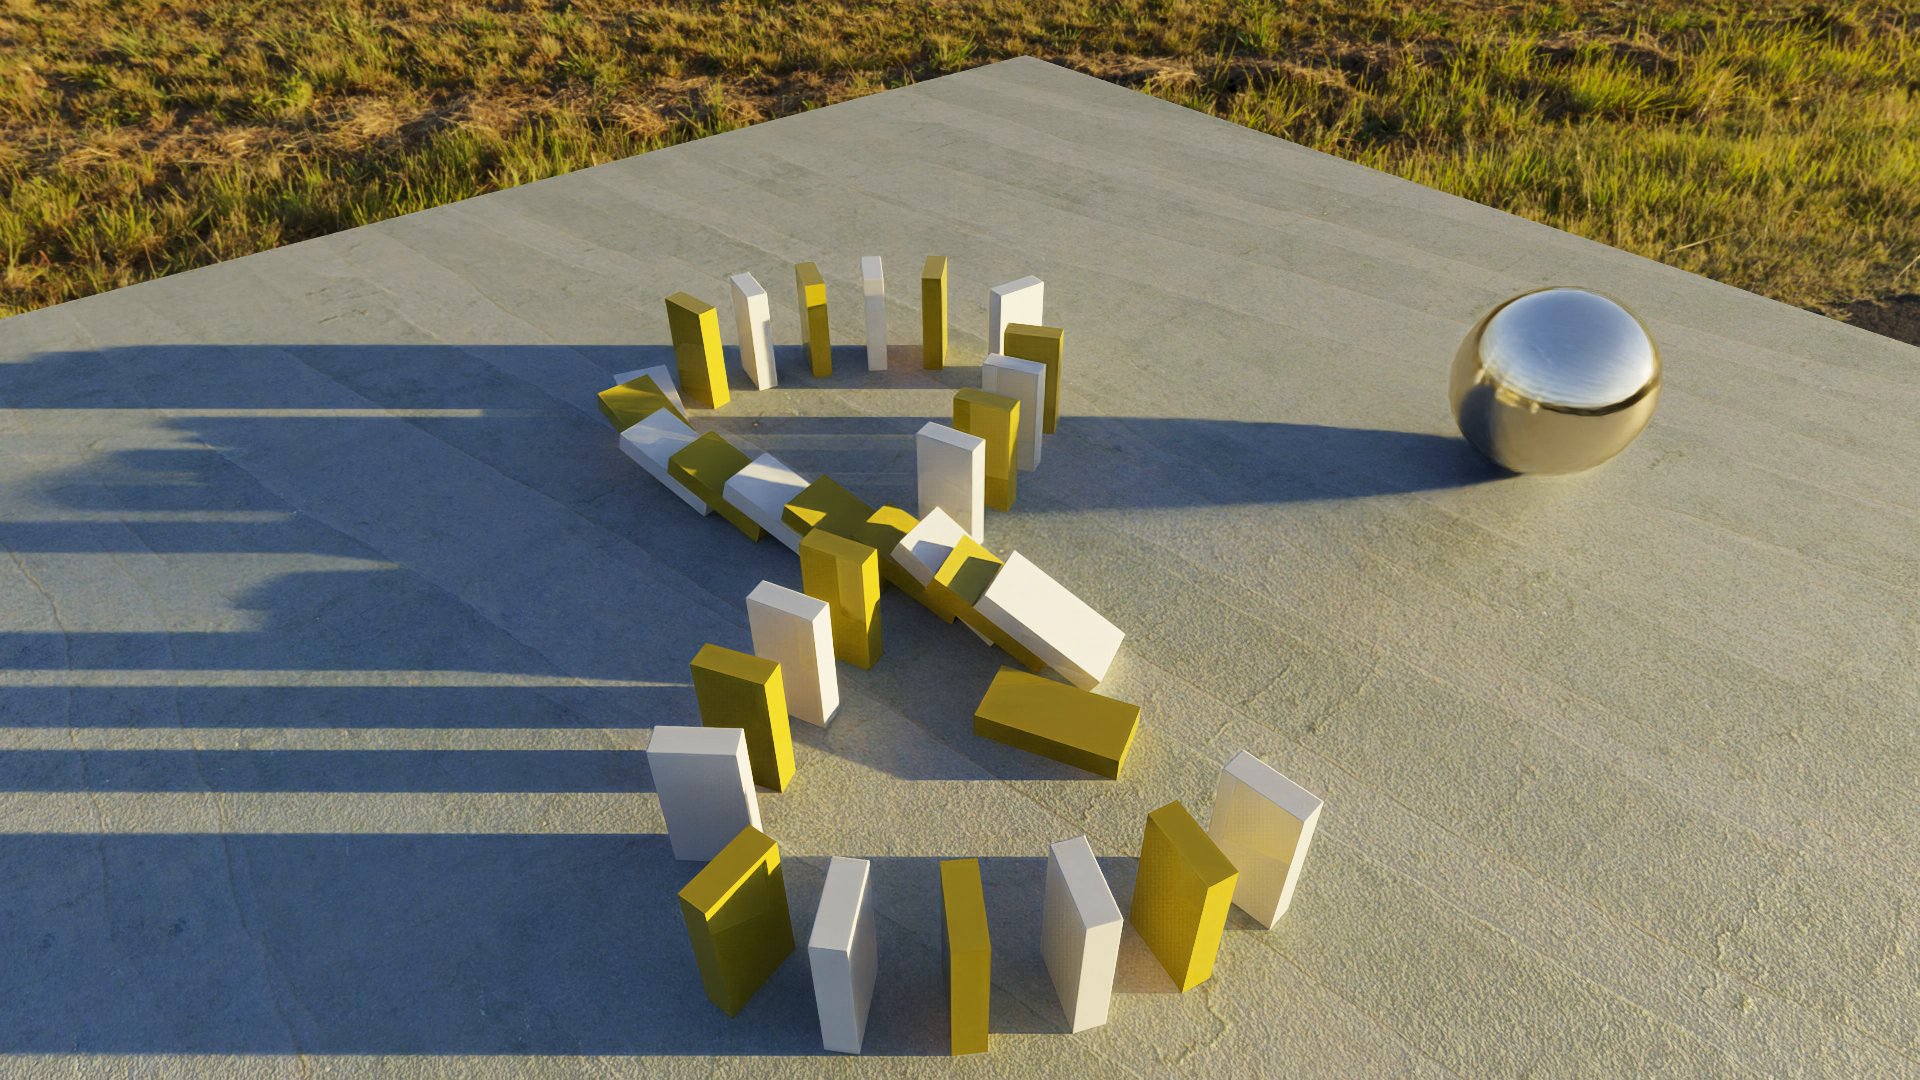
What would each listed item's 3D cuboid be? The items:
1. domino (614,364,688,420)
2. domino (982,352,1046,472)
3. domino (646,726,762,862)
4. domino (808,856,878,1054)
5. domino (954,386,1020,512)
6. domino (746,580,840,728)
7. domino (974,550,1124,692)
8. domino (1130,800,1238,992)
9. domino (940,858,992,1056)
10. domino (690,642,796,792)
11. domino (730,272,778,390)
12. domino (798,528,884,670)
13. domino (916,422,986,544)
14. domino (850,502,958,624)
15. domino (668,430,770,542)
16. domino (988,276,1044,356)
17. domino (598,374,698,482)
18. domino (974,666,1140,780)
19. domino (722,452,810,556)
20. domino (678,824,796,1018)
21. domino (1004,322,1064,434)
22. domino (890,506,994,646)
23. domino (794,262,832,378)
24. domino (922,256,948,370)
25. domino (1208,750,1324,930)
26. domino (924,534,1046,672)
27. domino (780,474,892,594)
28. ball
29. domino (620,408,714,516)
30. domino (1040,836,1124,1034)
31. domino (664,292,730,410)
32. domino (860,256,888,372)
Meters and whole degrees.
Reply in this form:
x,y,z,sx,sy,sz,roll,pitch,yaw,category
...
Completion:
x,y,z,sx,sy,sz,roll,pitch,yaw,category
-0.147,-0.065,0.523,0.025,0.010,0.050,-15,42,-18,domino
0.023,-0.055,0.478,0.025,0.050,0.010,15,42,17,domino
-0.073,0.075,0.320,0.025,0.050,0.010,1,39,2,domino
-0.029,0.107,0.281,0.010,0.050,0.025,5,40,6,domino
0.011,-0.037,0.457,0.025,0.050,0.010,16,42,19,domino
-0.055,0.039,0.364,0.025,0.050,0.010,17,42,20,domino
0.032,0.029,0.389,0.050,0.010,0.025,37,48,-1,domino
0.059,0.096,0.294,0.009,0.050,0.025,-19,43,-21,domino
0.001,0.107,0.281,0.010,0.050,0.025,-4,40,-5,domino
-0.067,0.056,0.343,0.025,0.050,0.009,13,41,15,domino
-0.100,-0.101,0.535,0.010,0.050,0.025,-19,43,-21,domino
-0.041,0.021,0.385,0.025,0.050,0.010,18,43,20,domino
-0.004,-0.020,0.436,0.025,0.050,0.010,20,43,23,domino
-0.015,0.008,0.422,0.050,0.010,0.025,34,48,12,domino
-0.094,-0.023,0.459,0.050,0.009,0.025,37,49,12,domino
0.027,-0.101,0.534,0.025,0.050,0.009,-24,45,-26,domino
-0.137,-0.050,0.492,0.025,0.009,0.050,-30,68,-32,domino
0.033,0.061,0.369,0.050,0.010,0.025,15,42,18,domino
-0.069,-0.013,0.447,0.050,0.010,0.025,36,49,11,domino
-0.058,0.101,0.289,0.009,0.050,0.025,24,45,27,domino
0.033,-0.073,0.501,0.025,0.050,0.010,9,40,10,domino
0.001,0.013,0.408,0.050,0.010,0.025,42,49,3,domino
-0.072,-0.109,0.544,0.009,0.050,0.025,-12,41,-14,domino
-0.013,-0.113,0.550,0.010,0.050,0.025,3,39,4,domino
0.083,0.085,0.308,0.025,0.050,0.009,32,49,33,domino
0.014,0.023,0.396,0.050,0.010,0.025,36,49,-2,domino
-0.043,-0.003,0.435,0.050,0.009,0.025,36,48,11,domino
0.252,-0.067,0.470,0.080,0.080,0.080,0,39,0,ball
-0.119,-0.034,0.472,0.050,0.010,0.025,37,49,12,domino
0.031,0.103,0.286,0.009,0.050,0.025,-11,41,-13,domino
-0.124,-0.090,0.521,0.025,0.050,0.009,29,47,30,domino
-0.043,-0.113,0.549,0.009,0.050,0.025,-4,40,-5,domino
